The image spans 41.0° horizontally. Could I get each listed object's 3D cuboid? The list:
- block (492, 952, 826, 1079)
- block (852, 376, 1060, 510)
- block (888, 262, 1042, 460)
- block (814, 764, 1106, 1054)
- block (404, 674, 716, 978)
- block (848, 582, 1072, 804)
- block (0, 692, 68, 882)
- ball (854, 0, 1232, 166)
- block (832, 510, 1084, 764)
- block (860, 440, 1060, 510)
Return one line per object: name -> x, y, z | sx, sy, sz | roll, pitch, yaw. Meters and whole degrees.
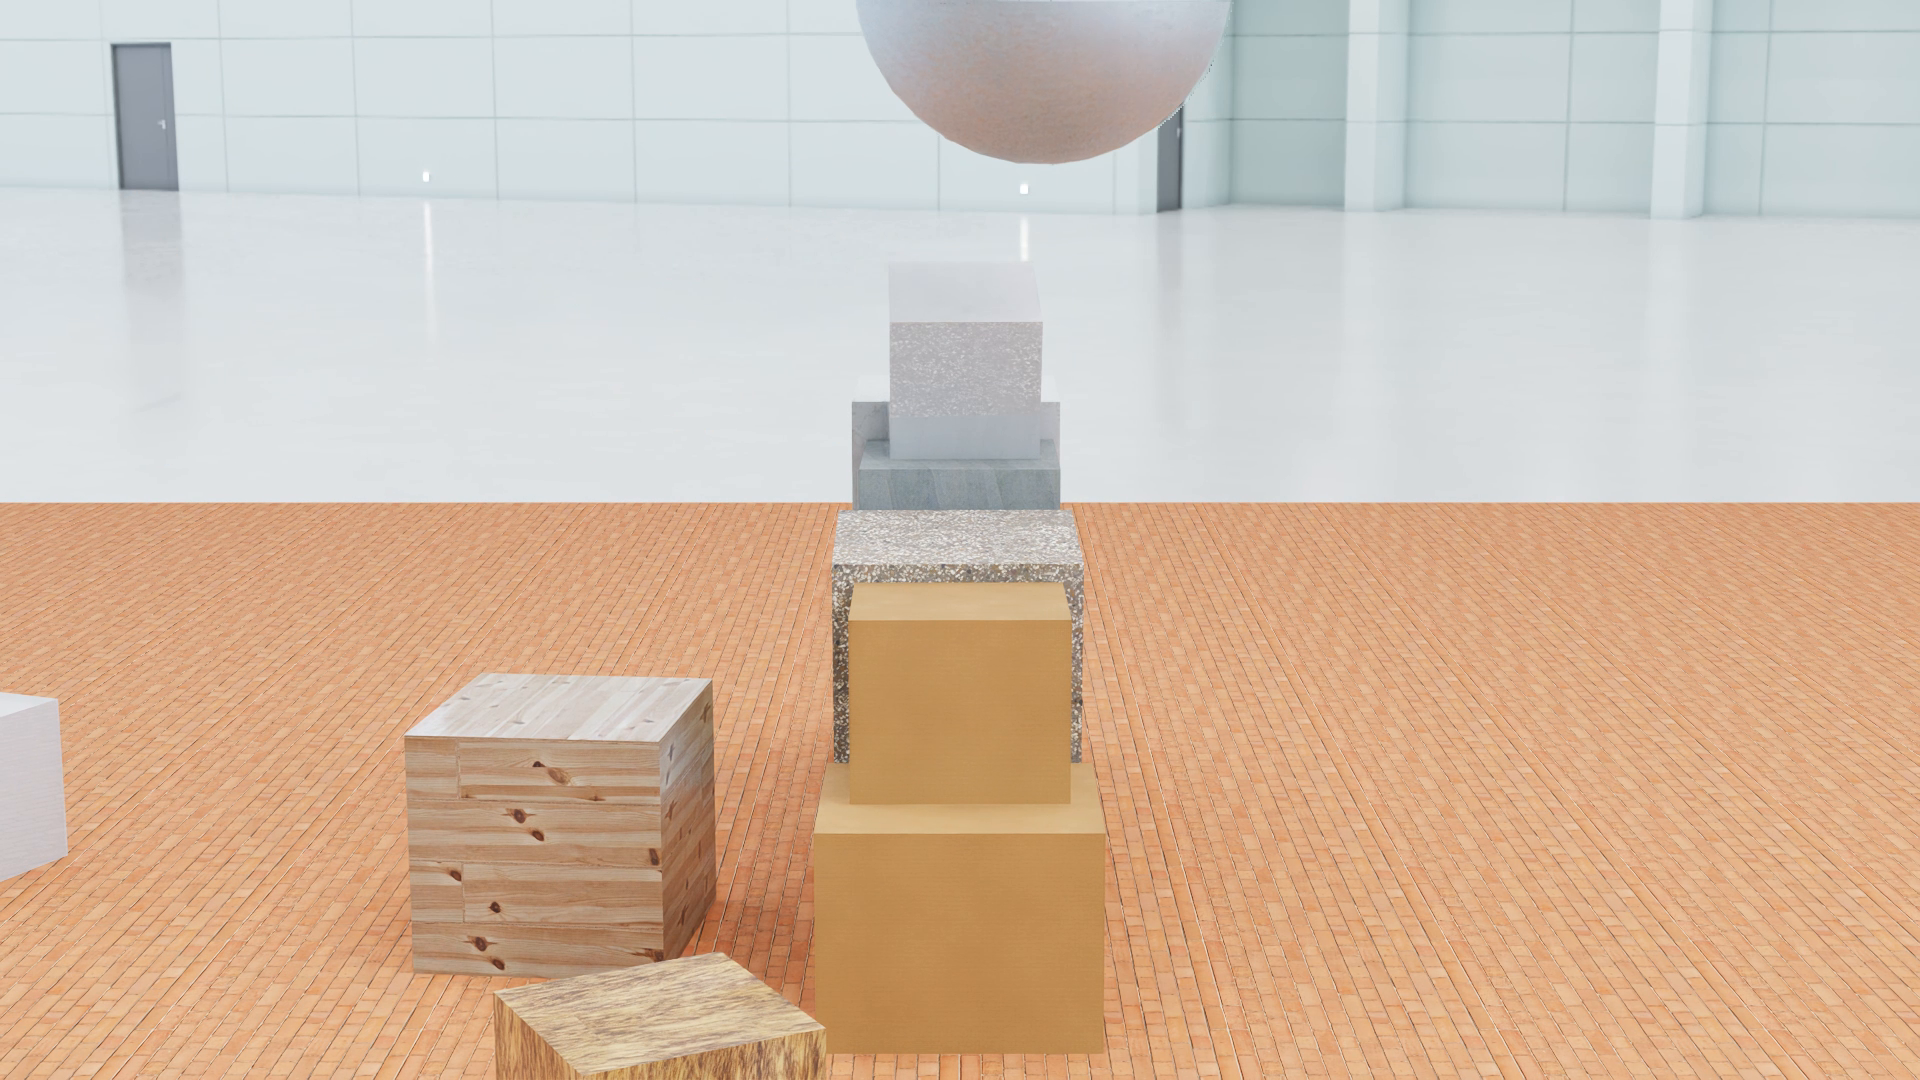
block -> -0.911, 1.771, 7.757 | 0.757, 0.740, 0.768 | -6, 12, -28
block -> -0.018, -0.226, 12.436 | 0.966, 1.029, 0.941 | 0, 11, 0
block -> 0.012, -0.812, 11.486 | 0.659, 0.648, 0.744 | 0, 27, -2
block -> -0.001, 1.371, 9.704 | 1.044, 0.830, 0.952 | 0, 10, 0
block -> -1.605, 1.151, 10.518 | 1.008, 0.972, 1.053 | 1, 10, 6
block -> -0.002, 0.574, 9.817 | 0.820, 0.698, 0.709 | 0, 10, 0
block -> -4.521, 1.113, 11.401 | 0.691, 0.732, 0.747 | 4, 11, 22
ball -> 0.347, -2.379, 10.748 | 1.600, 1.600, 1.600 | 0, 10, 0
block -> -0.015, 0.393, 10.634 | 0.994, 0.845, 0.903 | 0, 14, -1
block -> 0.000, 0.119, 11.549 | 0.865, 1.024, 0.918 | 0, 10, 0
